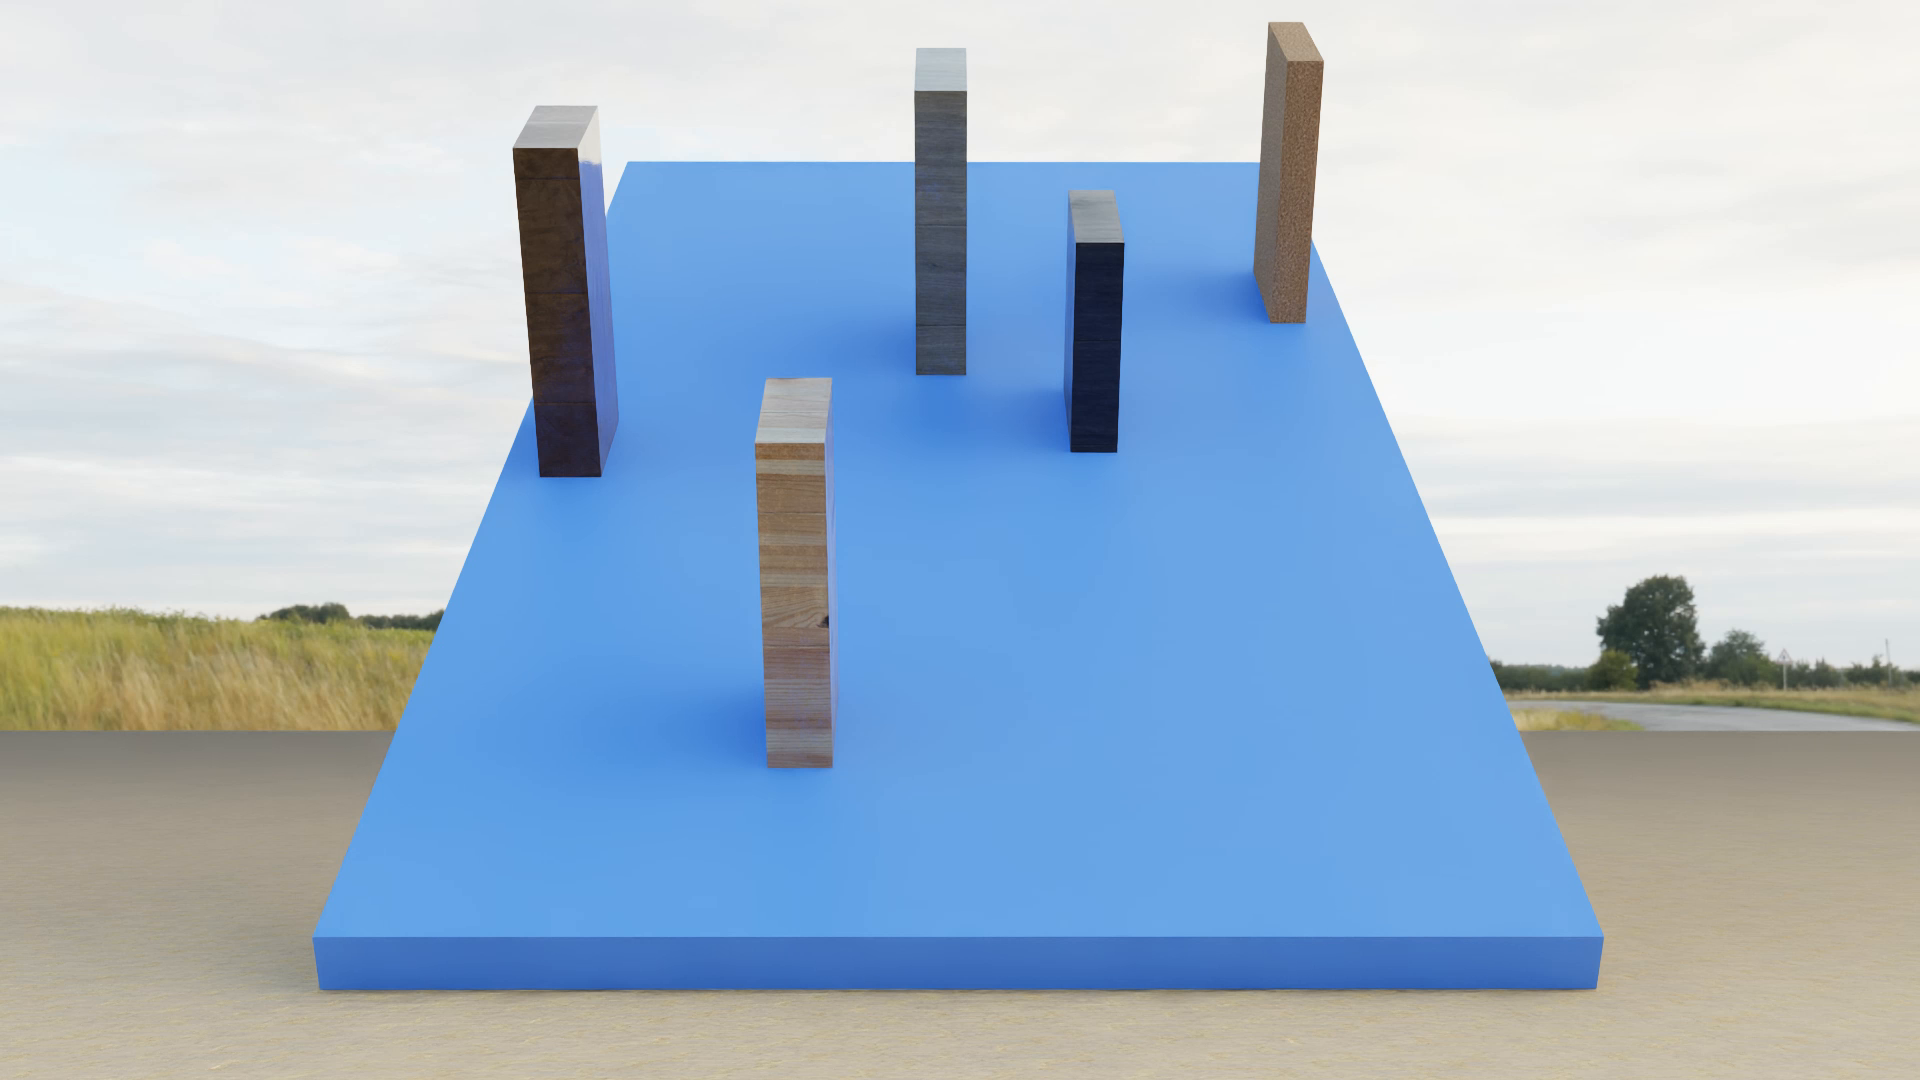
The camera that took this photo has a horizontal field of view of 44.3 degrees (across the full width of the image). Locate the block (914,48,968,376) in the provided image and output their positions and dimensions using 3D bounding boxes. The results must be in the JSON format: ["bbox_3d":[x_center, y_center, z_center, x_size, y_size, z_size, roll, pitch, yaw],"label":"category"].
[{"bbox_3d":[-0.046,-0.796,5.716,0.121,0.700,0.381,0,26,0],"label":"block"}]

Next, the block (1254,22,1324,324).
[{"bbox_3d":[0.836,-0.941,6.039,0.089,0.678,0.385,0,26,0],"label":"block"}]

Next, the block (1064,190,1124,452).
[{"bbox_3d":[0.300,-0.499,5.347,0.105,0.495,0.364,0,26,0],"label":"block"}]

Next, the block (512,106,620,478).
[{"bbox_3d":[-0.852,-0.540,5.144,0.135,0.743,0.312,0,26,0],"label":"block"}]

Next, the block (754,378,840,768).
[{"bbox_3d":[-0.277,0.058,4.083,0.113,0.616,0.278,0,26,0],"label":"block"}]

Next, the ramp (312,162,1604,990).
[{"bbox_3d":[-0.010,-0.228,5.470,2.000,0.100,4.000,0,26,0],"label":"ramp"}]
